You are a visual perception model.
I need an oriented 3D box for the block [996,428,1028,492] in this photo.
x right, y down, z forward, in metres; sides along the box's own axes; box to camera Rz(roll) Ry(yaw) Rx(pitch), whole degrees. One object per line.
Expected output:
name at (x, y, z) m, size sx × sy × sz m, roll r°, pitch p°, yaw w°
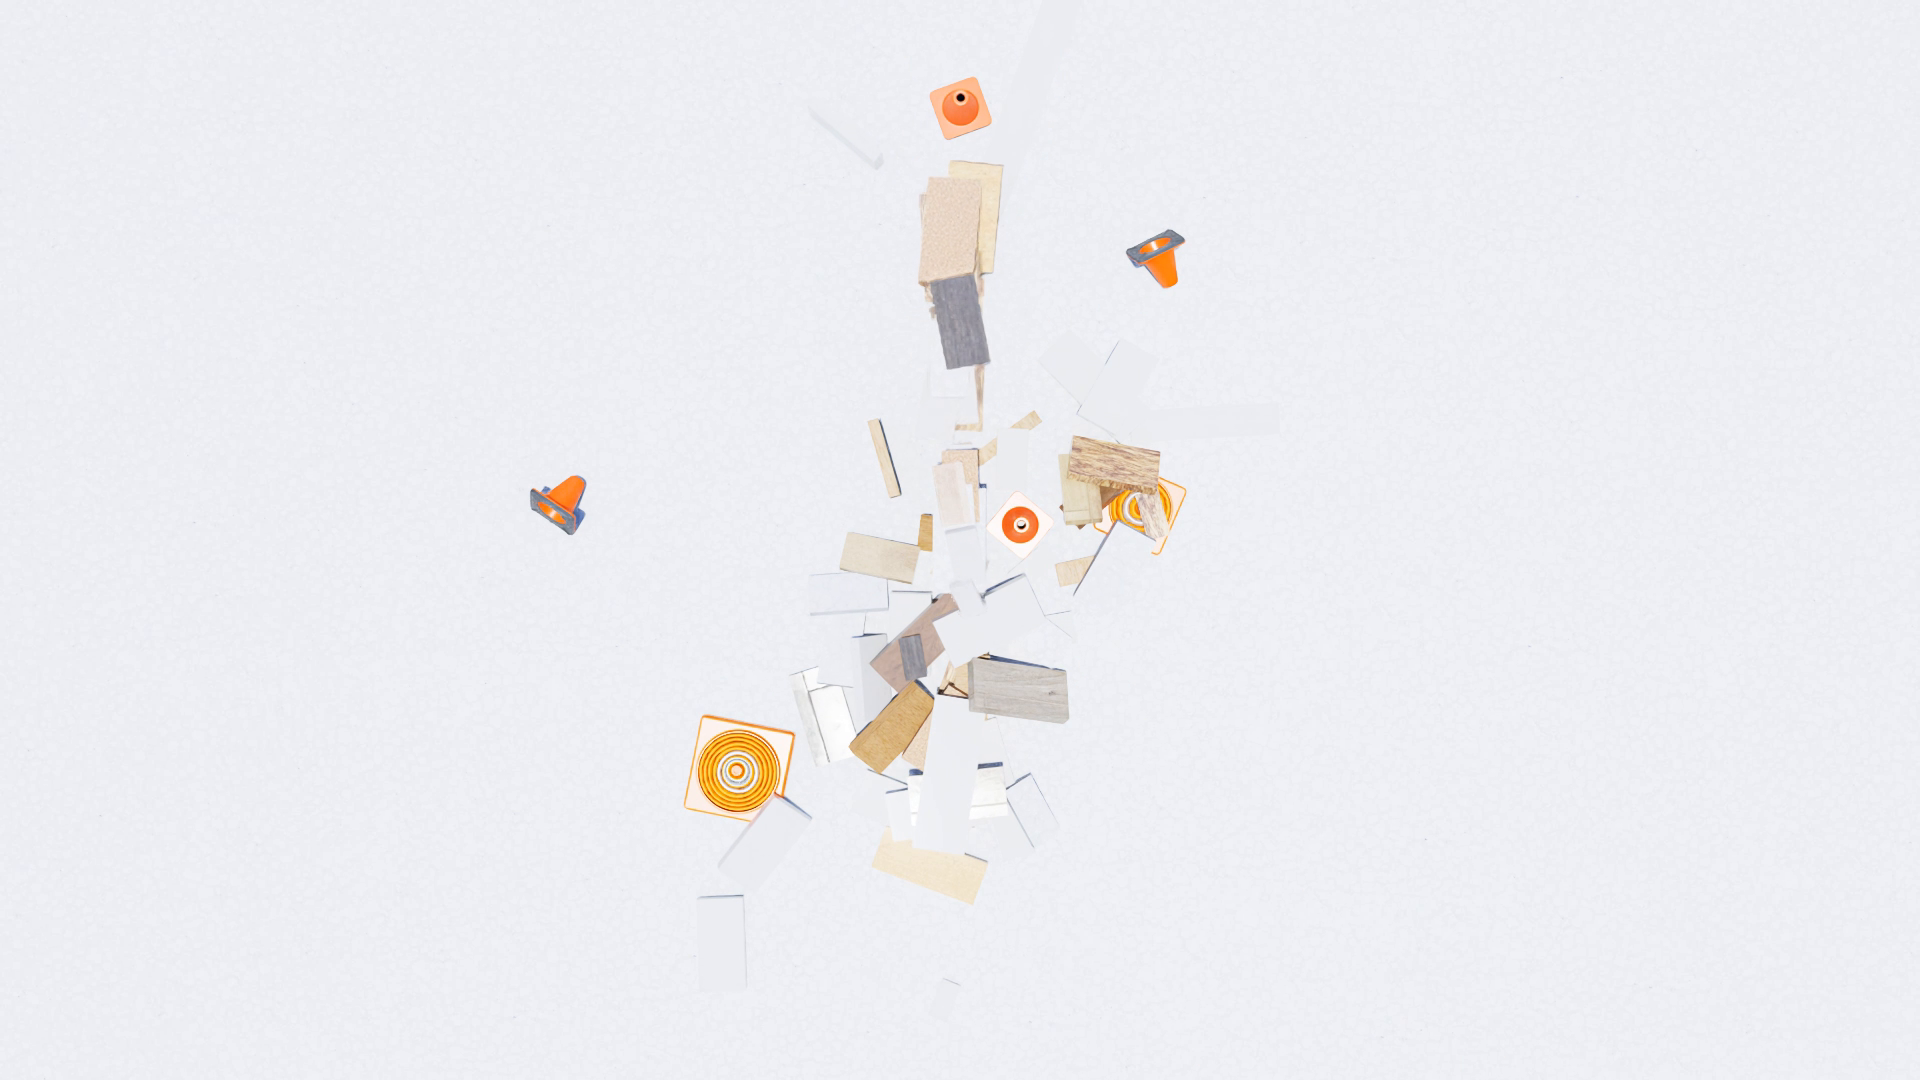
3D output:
block at (0.172, -0.267, 5.476) m, size 0.103 × 0.029 × 0.205 m, roll 2°, pitch 94°, yaw -3°

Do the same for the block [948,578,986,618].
block at (0.024, 0.179, 5.118) m, size 0.071 × 0.020 × 0.142 m, roll -18°, pitch 135°, yaw 10°

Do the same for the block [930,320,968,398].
block at (-0.034, -0.584, 5.305) m, size 0.124 × 0.035 × 0.247 m, roll 0°, pitch 107°, yaw 0°

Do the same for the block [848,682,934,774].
block at (-0.210, 0.619, 5.434) m, size 0.305 × 0.043 × 0.153 m, roll -45°, pitch 131°, yaw 0°

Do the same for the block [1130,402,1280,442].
block at (0.813, -0.390, 5.485) m, size 0.493 × 0.029 × 0.103 m, roll -3°, pitch 90°, yaw 0°

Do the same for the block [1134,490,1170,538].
block at (0.635, -0.083, 5.442) m, size 0.078 × 0.022 × 0.157 m, roll -16°, pitch 92°, yaw -1°

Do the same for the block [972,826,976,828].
block at (0.025, 0.890, 5.491) m, size 0.064 × 0.018 × 0.128 m, roll 6°, pitch 90°, yaw 0°

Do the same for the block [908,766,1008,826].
block at (-0.008, 0.835, 5.394) m, size 0.314 × 0.044 × 0.157 m, roll -6°, pitch 87°, yaw -2°

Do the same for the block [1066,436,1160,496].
block at (0.506, -0.246, 5.428) m, size 0.295 × 0.042 × 0.148 m, roll 10°, pitch 61°, yaw -3°

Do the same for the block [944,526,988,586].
block at (0.019, 0.052, 5.068) m, size 0.095 × 0.027 × 0.189 m, roll -11°, pitch 116°, yaw 3°

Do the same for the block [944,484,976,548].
block at (-0.002, -0.074, 5.081) m, size 0.095 × 0.027 × 0.189 m, roll -5°, pitch 89°, yaw 0°

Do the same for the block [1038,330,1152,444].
block at (0.446, -0.508, 5.462) m, size 0.148 × 0.042 × 0.388 m, roll -44°, pitch 85°, yaw 0°

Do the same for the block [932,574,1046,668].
block at (0.094, 0.265, 5.379) m, size 0.338 × 0.048 × 0.169 m, roll -26°, pitch 101°, yaw -6°

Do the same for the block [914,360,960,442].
block at (-0.064, -0.454, 5.380) m, size 0.124 × 0.035 × 0.248 m, roll 10°, pitch 105°, yaw -3°

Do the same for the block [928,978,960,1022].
block at (-0.051, 1.531, 5.491) m, size 0.064 × 0.018 × 0.128 m, roll 22°, pitch 90°, yaw 0°

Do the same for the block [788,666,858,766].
block at (-0.448, 0.579, 5.478) m, size 0.157 × 0.044 × 0.314 m, roll -17°, pitch 90°, yaw 0°

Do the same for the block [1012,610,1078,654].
block at (0.275, 0.307, 5.485) m, size 0.214 × 0.030 × 0.107 m, roll -10°, pitch 90°, yaw 0°

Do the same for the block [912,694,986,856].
block at (-0.034, 0.760, 5.352) m, size 0.169 × 0.048 × 0.497 m, roll 9°, pitch 87°, yaw -1°

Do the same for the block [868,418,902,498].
block at (-0.249, -0.267, 5.435) m, size 0.037 × 0.130 × 0.259 m, roll -16°, pitch 90°, yaw 0°

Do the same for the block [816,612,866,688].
block at (-0.391, 0.353, 5.451) m, size 0.130 × 0.037 × 0.259 m, roll 7°, pitch 76°, yaw 0°

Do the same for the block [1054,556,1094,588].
block at (0.400, 0.102, 5.489) m, size 0.157 × 0.022 × 0.078 m, roll -13°, pitch 90°, yaw 0°

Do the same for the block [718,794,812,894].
block at (-0.647, 1.002, 5.450) m, size 0.153 × 0.043 × 0.305 m, roll 37°, pitch 93°, yaw -17°

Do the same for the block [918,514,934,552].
block at (-0.101, -0.021, 5.445) m, size 0.071 × 0.020 × 0.142 m, roll 8°, pitch 132°, yaw 0°

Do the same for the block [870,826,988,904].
block at (-0.101, 1.078, 5.479) m, size 0.360 × 0.041 × 0.146 m, roll 21°, pitch 90°, yaw 0°

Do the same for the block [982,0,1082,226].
block at (0.266, -1.590, 5.483) m, size 0.123 × 0.035 × 1.303 m, roll 20°, pitch 90°, yaw 0°

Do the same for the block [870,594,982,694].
block at (-0.097, 0.309, 5.397) m, size 0.418 × 0.039 × 0.137 m, roll -44°, pitch 102°, yaw -2°

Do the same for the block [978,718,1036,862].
block at (0.133, 0.829, 5.485) m, size 0.107 × 0.030 × 0.466 m, roll -16°, pitch 90°, yaw 0°

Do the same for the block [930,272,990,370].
block at (0.001, -0.693, 5.231) m, size 0.143 × 0.041 × 0.286 m, roll -11°, pitch 107°, yaw 3°

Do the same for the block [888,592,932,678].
block at (-0.164, 0.312, 5.444) m, size 0.137 × 0.039 × 0.274 m, roll 2°, pitch 97°, yaw 6°

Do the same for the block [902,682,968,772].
block at (-0.053, 0.632, 5.429) m, size 0.146 × 0.041 × 0.292 m, roll 32°, pitch 98°, yaw -4°

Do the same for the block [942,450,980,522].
block at (0.002, -0.165, 5.112) m, size 0.112 × 0.032 × 0.223 m, roll -2°, pitch 89°, yaw 0°

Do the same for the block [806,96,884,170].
block at (-0.375, -1.336, 5.428) m, size 0.286 × 0.143 × 0.041 m, roll 40°, pitch 90°, yaw 0°

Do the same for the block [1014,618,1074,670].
block at (0.241, 0.303, 5.452) m, size 0.246 × 0.035 × 0.123 m, roll 37°, pitch 90°, yaw 0°
